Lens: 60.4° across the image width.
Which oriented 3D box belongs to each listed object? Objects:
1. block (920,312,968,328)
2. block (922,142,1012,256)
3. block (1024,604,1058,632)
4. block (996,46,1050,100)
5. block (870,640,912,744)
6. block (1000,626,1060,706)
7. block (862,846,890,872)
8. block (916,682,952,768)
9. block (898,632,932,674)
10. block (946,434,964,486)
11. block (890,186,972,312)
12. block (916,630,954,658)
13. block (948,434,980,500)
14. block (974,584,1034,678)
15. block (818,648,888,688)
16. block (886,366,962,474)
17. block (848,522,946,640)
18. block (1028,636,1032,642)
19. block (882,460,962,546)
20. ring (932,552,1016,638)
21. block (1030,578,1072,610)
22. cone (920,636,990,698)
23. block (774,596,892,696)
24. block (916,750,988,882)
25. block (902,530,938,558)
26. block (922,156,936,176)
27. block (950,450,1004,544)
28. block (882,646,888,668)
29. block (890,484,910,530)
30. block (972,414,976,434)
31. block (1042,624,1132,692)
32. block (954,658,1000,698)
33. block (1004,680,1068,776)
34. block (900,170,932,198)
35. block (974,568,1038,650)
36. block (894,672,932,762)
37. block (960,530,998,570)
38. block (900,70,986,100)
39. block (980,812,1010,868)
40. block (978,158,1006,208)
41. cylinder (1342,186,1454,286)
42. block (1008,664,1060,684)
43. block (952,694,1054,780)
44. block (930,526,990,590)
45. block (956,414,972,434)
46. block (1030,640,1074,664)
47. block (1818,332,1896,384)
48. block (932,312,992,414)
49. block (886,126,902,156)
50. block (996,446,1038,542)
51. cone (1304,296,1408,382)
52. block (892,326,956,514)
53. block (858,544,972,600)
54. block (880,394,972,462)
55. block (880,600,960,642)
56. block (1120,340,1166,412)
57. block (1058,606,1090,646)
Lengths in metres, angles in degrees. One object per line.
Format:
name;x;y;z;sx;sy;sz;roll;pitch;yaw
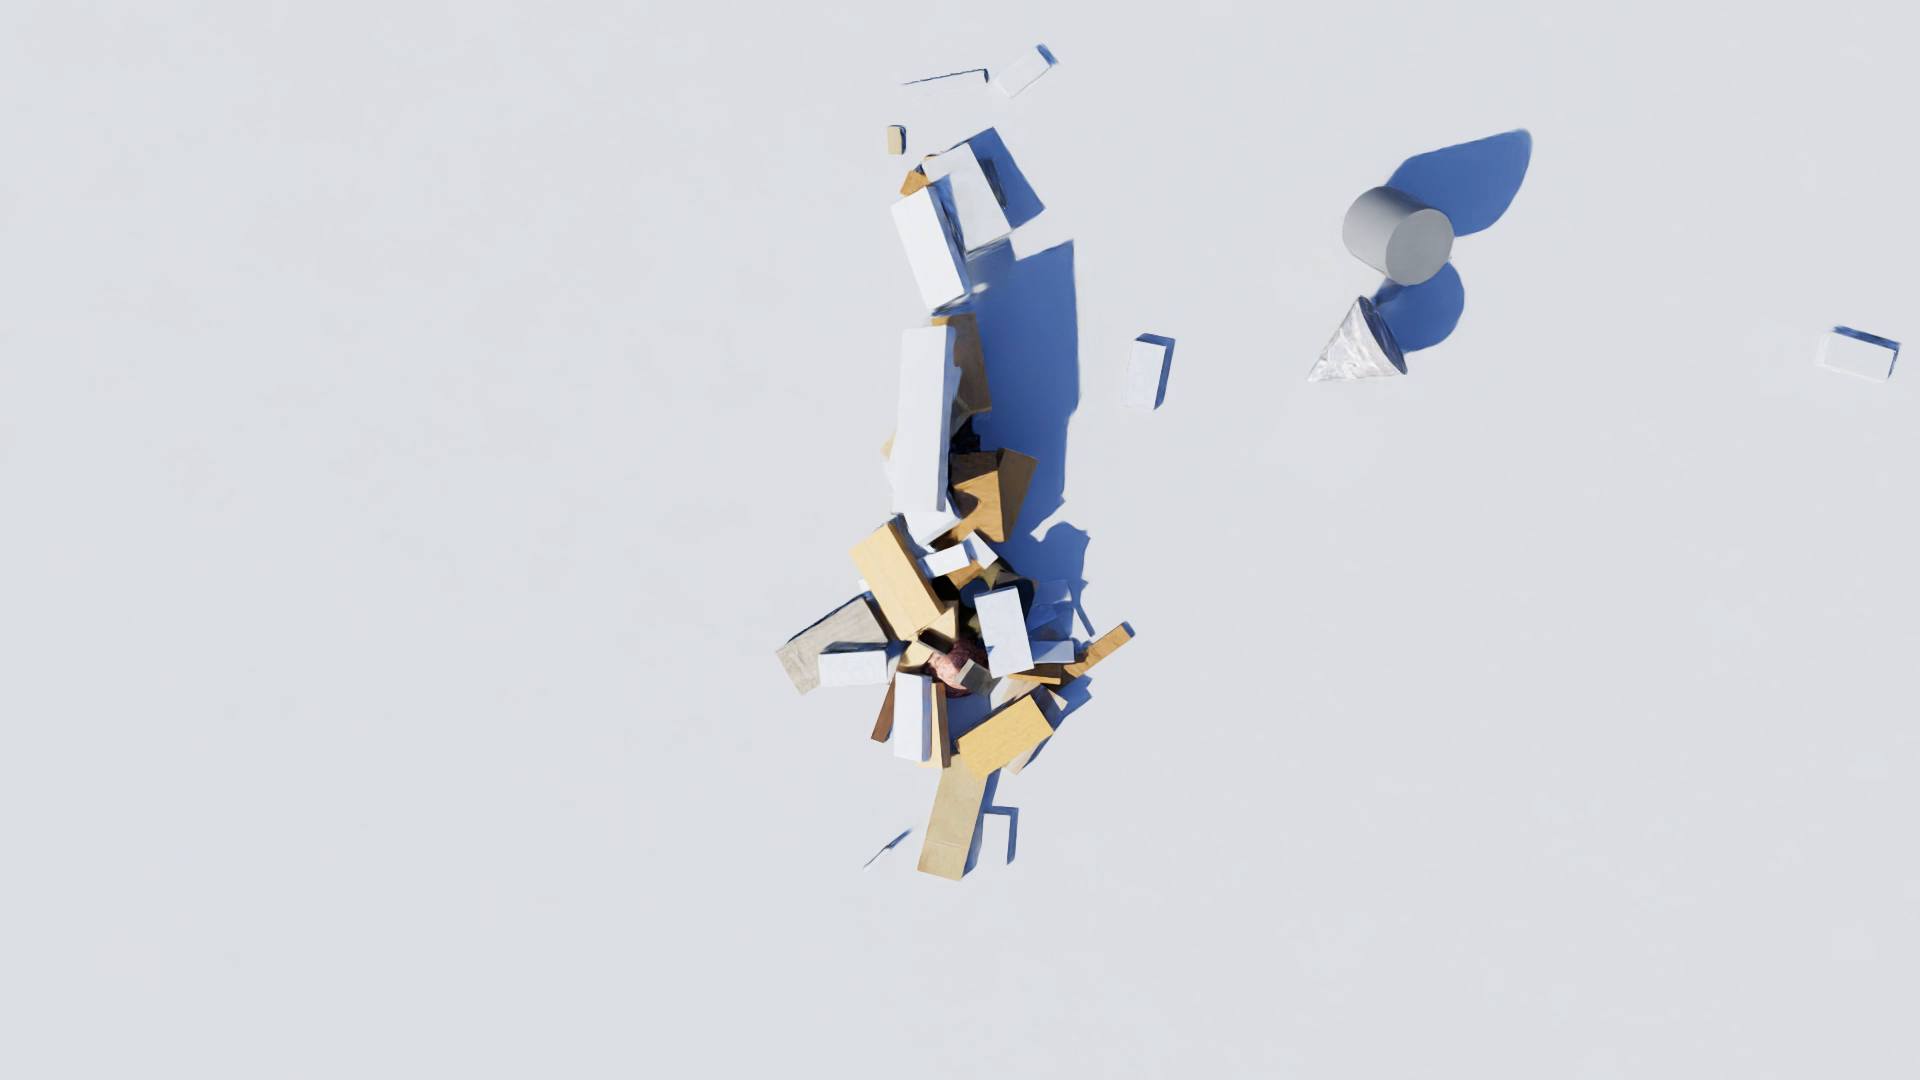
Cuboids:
block;-0.026;-0.581;5.425;0.165;0.047;0.330;-9;75;-1
block;0.023;-1.124;5.437;0.165;0.047;0.330;-26;86;-4
block;0.245;0.256;5.490;0.143;0.020;0.072;-27;90;0
block;0.208;-1.554;5.488;0.167;0.024;0.084;-38;90;0
block;-0.207;0.481;5.493;0.048;0.014;0.400;20;90;0
block;0.235;0.423;5.492;0.059;0.017;0.290;31;90;0
block;-0.276;1.057;5.472;0.110;0.055;0.016;-42;90;0
block;-0.098;0.608;5.433;0.040;0.140;0.279;-5;90;-39
block;-0.141;0.376;5.432;0.073;0.021;0.147;34;128;-1
block;0.006;-0.231;5.419;0.116;0.033;0.231;-1;115;0
block;-0.094;-0.958;5.430;0.165;0.047;0.369;-20;90;39
block;-0.080;0.335;5.361;0.110;0.016;0.055;27;47;18
block;0.013;-0.229;5.385;0.116;0.033;0.231;-3;115;1
block;0.142;0.298;5.357;0.140;0.040;0.279;-14;105;-5
block;-0.350;0.417;5.398;0.219;0.031;0.109;-4;103;2
block;-0.114;-0.381;5.276;0.160;0.045;0.384;18;95;37
block;-0.205;0.137;5.390;0.173;0.049;0.347;-35;82;25
block;0.189;0.329;5.476;0.096;0.048;0.014;0;88;0
block;-0.125;-0.157;5.370;0.160;0.045;0.320;-33;62;19
ring;0.051;0.177;5.451;0.300;0.100;0.300;0;90;1
block;0.292;0.180;5.474;0.143;0.020;0.072;-13;62;0
cone;-0.016;0.407;5.379;0.242;0.242;0.242;0;90;0
block;-0.419;0.351;5.447;0.347;0.049;0.173;-32;86;8
block;-0.020;0.916;5.479;0.149;0.042;0.408;15;90;0
block;-0.133;0.017;5.388;0.117;0.017;0.059;41;119;2
block;-0.099;-1.230;5.494;0.045;0.013;0.091;3;90;0
block;0.055;-0.137;5.340;0.147;0.042;0.293;-5;98;2
block;-0.275;0.372;5.465;0.055;0.016;0.110;-11;90;24
block;-0.140;-0.113;5.446;0.116;0.033;0.231;-22;73;5
block;0.009;-0.346;5.456;0.087;0.025;0.174;-4;96;0
block;0.411;0.406;5.492;0.347;0.017;0.058;-36;90;0
block;0.058;0.454;5.395;0.025;0.227;0.087;36;90;29
block;0.211;0.615;5.462;0.149;0.042;0.299;34;94;2
block;-0.107;-1.155;5.473;0.167;0.024;0.084;24;87;0
block;0.151;0.241;5.385;0.133;0.038;0.266;16;101;-12
block;-0.156;0.580;5.426;0.040;0.139;0.279;-2;95;-42
block;0.062;0.032;5.329;0.058;0.017;0.117;-44;89;6
block;-0.057;-1.516;5.494;0.282;0.013;0.045;-11;90;0
block;0.117;0.999;5.488;0.087;0.025;0.174;5;90;0
block;0.092;-1.177;5.482;0.084;0.024;0.167;-17;90;7
cylinder;1.411;-0.984;5.325;0.251;0.251;0.251;-11;121;-18
block;0.245;0.428;5.442;0.174;0.087;0.025;6;129;0
block;0.144;0.648;5.425;0.299;0.042;0.149;-33;90;4
block;-0.030;0.024;5.418;0.133;0.038;0.266;-37;62;-3
block;-0.003;-0.425;5.420;0.087;0.025;0.174;-1;75;1
block;0.304;0.372;5.458;0.143;0.020;0.072;0;67;-8
block;2.981;-0.606;5.485;0.219;0.031;0.109;16;90;0
block;0.005;-0.571;5.376;0.147;0.042;0.333;-9;75;-1
block;-0.219;-1.329;5.494;0.045;0.013;0.091;-5;90;0
block;0.143;-0.148;5.424;0.147;0.042;0.293;15;98;-38
cone;1.262;-0.598;5.433;0.299;0.299;0.299;-31;90;27
block;-0.114;-0.379;5.215;0.173;0.049;0.585;0;84;37
block;-0.149;0.106;5.399;0.409;0.021;0.073;-20;89;27
block;-0.112;-0.350;5.329;0.320;0.045;0.160;-50;58;21
block;-0.134;0.263;5.427;0.266;0.038;0.133;1;95;22
block;0.608;-0.544;5.485;0.109;0.031;0.219;11;90;0
block;0.380;0.289;5.492;0.059;0.017;0.119;-28;90;0
